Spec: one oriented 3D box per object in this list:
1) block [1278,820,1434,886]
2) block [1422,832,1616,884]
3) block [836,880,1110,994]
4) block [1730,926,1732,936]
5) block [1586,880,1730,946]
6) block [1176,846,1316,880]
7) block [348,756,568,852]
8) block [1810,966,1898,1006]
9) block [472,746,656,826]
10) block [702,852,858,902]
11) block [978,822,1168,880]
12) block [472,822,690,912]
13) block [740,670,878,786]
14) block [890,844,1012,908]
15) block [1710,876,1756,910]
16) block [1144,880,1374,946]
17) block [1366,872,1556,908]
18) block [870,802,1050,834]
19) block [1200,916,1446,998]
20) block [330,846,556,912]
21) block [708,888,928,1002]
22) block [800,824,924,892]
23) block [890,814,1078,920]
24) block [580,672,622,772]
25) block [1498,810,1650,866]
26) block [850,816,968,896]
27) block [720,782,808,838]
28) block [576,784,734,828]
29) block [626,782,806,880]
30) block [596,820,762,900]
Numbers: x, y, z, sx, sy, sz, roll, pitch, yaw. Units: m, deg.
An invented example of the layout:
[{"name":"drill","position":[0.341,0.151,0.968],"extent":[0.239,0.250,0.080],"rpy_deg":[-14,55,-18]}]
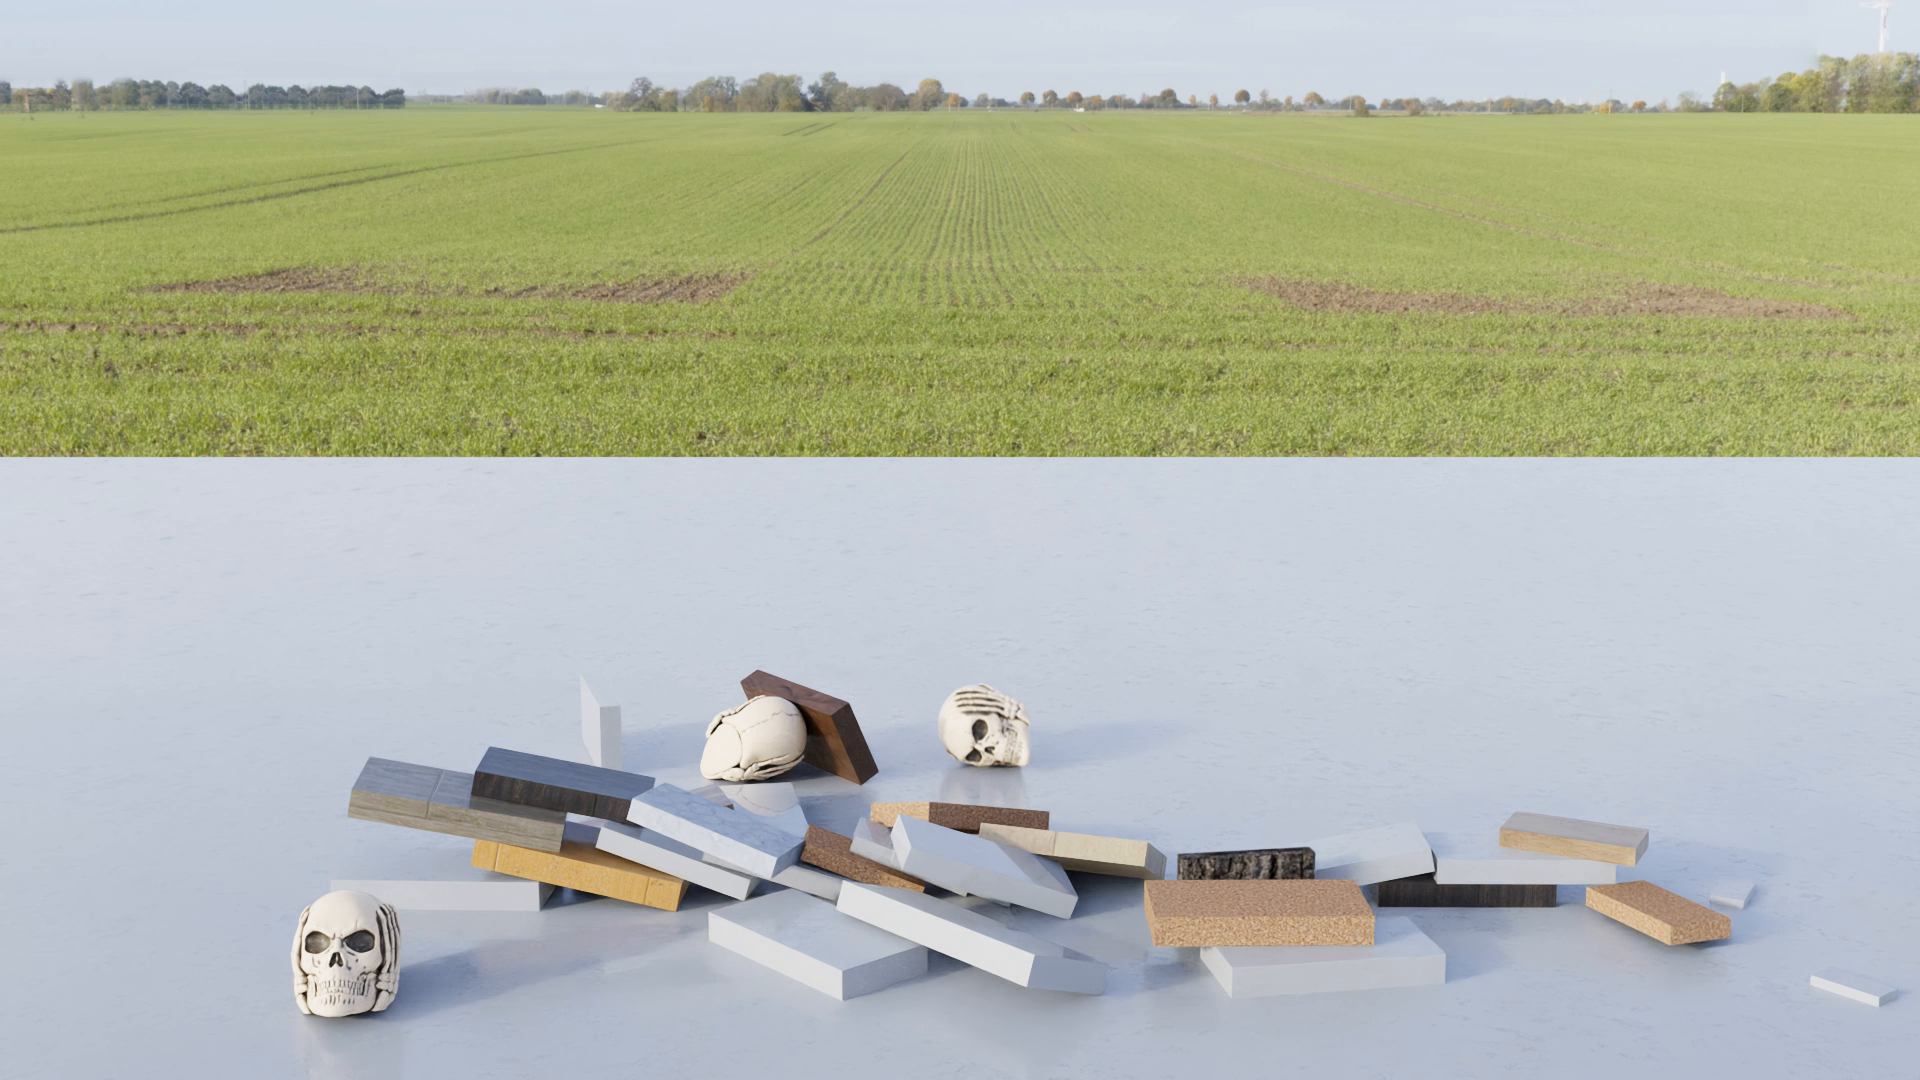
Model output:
[{"name":"block","position":[0.632,0.538,3.672],"extent":[0.291,0.041,0.145],"rpy_deg":[-12,10,3]},{"name":"block","position":[0.926,0.529,3.660],"extent":[0.291,0.041,0.145],"rpy_deg":[0,11,0]},{"name":"block","position":[0.013,0.601,3.336],"extent":[0.165,0.047,0.425],"rpy_deg":[17,-4,-44]},{"name":"block","position":[1.161,0.616,3.487],"extent":[0.108,0.015,0.054],"rpy_deg":[-2,11,-13]},{"name":"block","position":[1.107,0.591,3.496],"extent":[0.110,0.031,0.221],"rpy_deg":[-3,8,-18]},{"name":"block","position":[0.460,0.557,3.542],"extent":[0.221,0.110,0.031],"rpy_deg":[-2,11,-9]},{"name":"block","position":[-0.824,0.438,3.646],"extent":[0.343,0.049,0.171],"rpy_deg":[11,11,-8]},{"name":"block","position":[1.322,0.660,3.250],"extent":[0.054,0.015,0.108],"rpy_deg":[-8,13,-37]},{"name":"block","position":[-0.665,0.414,3.705],"extent":[0.288,0.041,0.144],"rpy_deg":[11,10,-5]},{"name":"block","position":[-0.290,0.533,3.664],"extent":[0.262,0.037,0.131],"rpy_deg":[17,10,-2]},{"name":"block","position":[0.191,0.528,3.719],"extent":[0.291,0.041,0.145],"rpy_deg":[4,-17,20]},{"name":"block","position":[-0.621,0.530,3.664],"extent":[0.343,0.049,0.171],"rpy_deg":[13,11,0]},{"name":"block","position":[-0.303,0.371,4.384],"extent":[0.047,0.166,0.332],"rpy_deg":[-35,28,-28]},{"name":"block","position":[-0.010,0.538,3.641],"extent":[0.208,0.029,0.104],"rpy_deg":[21,14,-5]},{"name":"block","position":[1.284,0.586,3.651],"extent":[0.054,0.015,0.108],"rpy_deg":[6,12,29]},{"name":"block","position":[0.456,0.572,3.381],"extent":[0.330,0.047,0.165],"rpy_deg":[0,11,-1]},{"name":"block","position":[0.831,0.569,3.672],"extent":[0.291,0.041,0.145],"rpy_deg":[0,11,0]},{"name":"block","position":[0.002,0.486,3.825],"extent":[0.291,0.041,0.145],"rpy_deg":[11,-13,-43]},{"name":"block","position":[0.547,0.629,3.328],"extent":[0.330,0.047,0.165],"rpy_deg":[-2,11,-10]},{"name":"block","position":[-0.853,0.565,3.673],"extent":[0.343,0.049,0.171],"rpy_deg":[0,11,2]},{"name":"block","position":[-0.222,0.619,3.386],"extent":[0.166,0.047,0.332],"rpy_deg":[-9,14,-41]},{"name":"block","position":[-0.161,0.538,3.663],"extent":[0.208,0.029,0.104],"rpy_deg":[21,10,-5]},{"name":"block","position":[0.038,0.530,3.578],"extent":[0.291,0.041,0.145],"rpy_deg":[19,11,-14]},{"name":"block","position":[-0.727,0.371,4.454],"extent":[0.041,0.144,0.288],"rpy_deg":[-3,11,-17]},{"name":"block","position":[1.019,0.494,3.648],"extent":[0.221,0.031,0.110],"rpy_deg":[6,12,28]},{"name":"block","position":[-0.080,0.532,3.696],"extent":[0.208,0.029,0.104],"rpy_deg":[22,10,-2]},{"name":"block","position":[-0.368,0.511,3.965],"extent":[0.166,0.047,0.332],"rpy_deg":[-2,11,-11]},{"name":"block","position":[-0.550,0.504,3.875],"extent":[0.288,0.041,0.144],"rpy_deg":[-14,13,-16]},{"name":"block","position":[-0.397,0.473,3.593],"extent":[0.262,0.037,0.131],"rpy_deg":[20,11,14]},{"name":"block","position":[-0.460,0.520,3.660],"extent":[0.262,0.037,0.131],"rpy_deg":[19,11,6]}]
